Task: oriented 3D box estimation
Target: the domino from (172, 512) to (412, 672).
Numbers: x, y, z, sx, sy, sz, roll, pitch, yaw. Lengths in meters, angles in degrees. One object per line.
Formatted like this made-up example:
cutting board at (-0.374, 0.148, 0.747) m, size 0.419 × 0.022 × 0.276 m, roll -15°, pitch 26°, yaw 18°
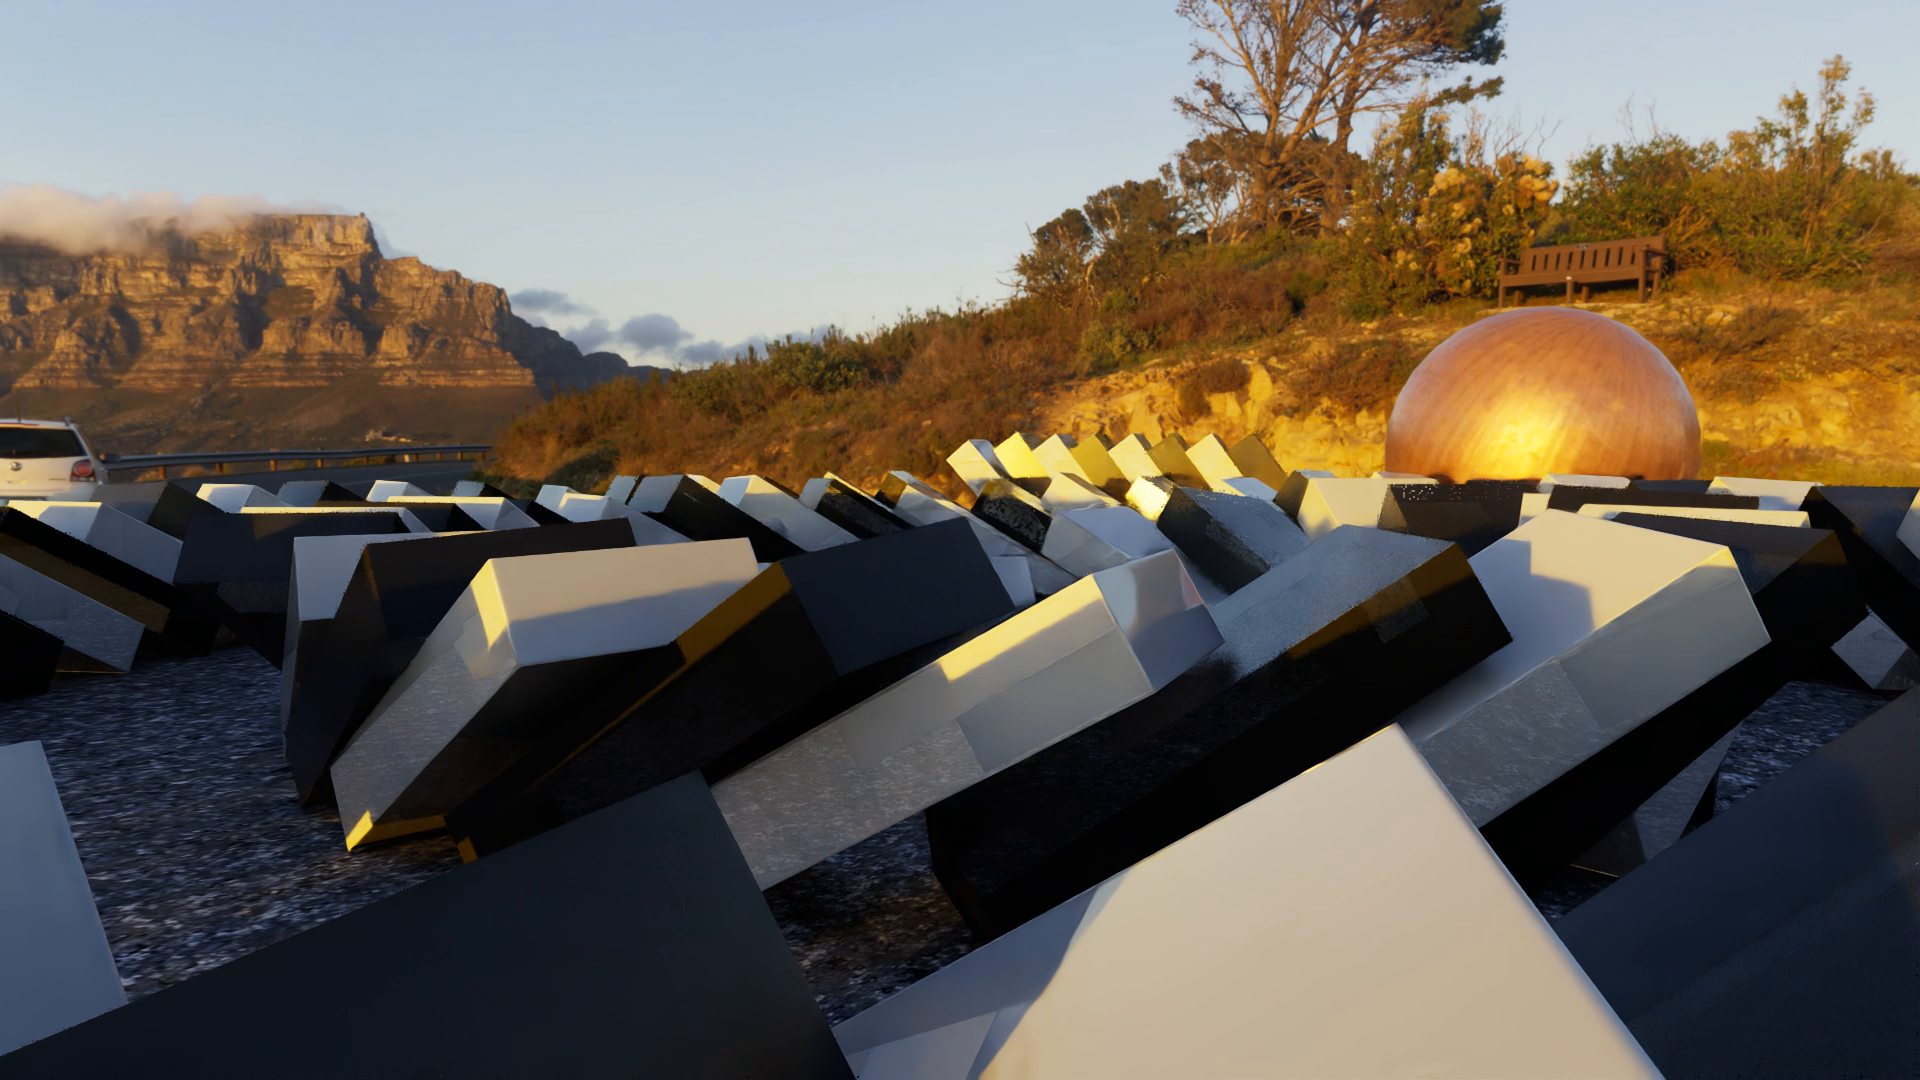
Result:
domino at (-0.084, 0.012, 0.180) m, size 0.025 × 0.009 × 0.050 m, roll -1°, pitch -27°, yaw -2°

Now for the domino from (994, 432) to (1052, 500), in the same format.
domino at (0.032, -0.011, 0.409) m, size 0.010 × 0.050 × 0.025 m, roll -37°, pitch -7°, yaw 15°

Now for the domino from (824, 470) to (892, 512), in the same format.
domino at (-0.023, -0.005, 0.407) m, size 0.050 × 0.009 × 0.025 m, roll 31°, pitch 1°, yaw -6°

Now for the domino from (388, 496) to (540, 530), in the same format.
domino at (-0.082, 0.008, 0.241) m, size 0.025 × 0.010 × 0.050 m, roll 1°, pitch -26°, yaw 21°

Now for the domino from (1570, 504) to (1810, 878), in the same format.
domino at (0.073, 0.014, 0.144) m, size 0.050 × 0.009 × 0.025 m, roll -41°, pitch 28°, yaw -30°

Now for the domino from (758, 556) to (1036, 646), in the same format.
domino at (-0.014, 0.014, 0.235) m, size 0.050 × 0.010 × 0.025 m, roll -1°, pitch -31°, yaw -16°

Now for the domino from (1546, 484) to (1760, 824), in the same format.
domino at (0.085, 0.012, 0.163) m, size 0.025 × 0.009 × 0.050 m, roll 6°, pitch 41°, yaw 34°

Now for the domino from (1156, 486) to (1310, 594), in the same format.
domino at (0.062, 0.007, 0.244) m, size 0.025 × 0.010 × 0.050 m, roll 7°, pitch 27°, yaw -34°

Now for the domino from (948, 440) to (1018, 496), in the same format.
domino at (0.018, -0.010, 0.411) m, size 0.009 × 0.050 × 0.025 m, roll -42°, pitch -7°, yaw 14°

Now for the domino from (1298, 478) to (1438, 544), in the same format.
domino at (0.080, 0.008, 0.222) m, size 0.025 × 0.009 × 0.050 m, roll 0°, pitch 38°, yaw -10°

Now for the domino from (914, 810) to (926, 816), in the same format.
domino at (0.000, 0.025, 0.171) m, size 0.025 × 0.010 × 0.050 m, roll 0°, pitch 4°, yaw 0°

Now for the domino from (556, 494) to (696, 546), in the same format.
domino at (-0.063, 0.005, 0.283) m, size 0.050 × 0.010 × 0.025 m, roll 31°, pitch -15°, yaw -35°

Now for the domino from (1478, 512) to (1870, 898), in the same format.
domino at (0.059, 0.016, 0.126) m, size 0.050 × 0.010 × 0.025 m, roll -34°, pitch 14°, yaw -12°

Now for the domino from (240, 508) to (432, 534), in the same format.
domino at (-0.087, 0.011, 0.201) m, size 0.025 × 0.009 × 0.050 m, roll 0°, pitch -26°, yaw 8°

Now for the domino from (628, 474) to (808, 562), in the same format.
domino at (-0.050, 0.002, 0.295) m, size 0.050 × 0.010 × 0.025 m, roll 35°, pitch -17°, yaw -29°

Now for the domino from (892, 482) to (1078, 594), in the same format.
domino at (0.007, 0.002, 0.328) m, size 0.050 × 0.010 × 0.025 m, roll 29°, pitch 5°, yaw 0°

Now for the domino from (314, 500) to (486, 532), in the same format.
domino at (-0.086, 0.009, 0.221) m, size 0.025 × 0.010 × 0.050 m, roll 1°, pitch -26°, yaw 14°

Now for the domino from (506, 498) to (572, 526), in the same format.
domino at (-0.076, 0.007, 0.265) m, size 0.025 × 0.010 × 0.050 m, roll 4°, pitch -22°, yaw 42°

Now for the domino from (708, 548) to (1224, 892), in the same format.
domino at (-0.004, 0.018, 0.111) m, size 0.050 × 0.010 × 0.025 m, roll -31°, pitch -8°, yaw 22°

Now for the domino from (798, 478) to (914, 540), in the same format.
domino at (-0.016, 0.001, 0.317) m, size 0.050 × 0.010 × 0.025 m, roll 31°, pitch -8°, yaw -18°

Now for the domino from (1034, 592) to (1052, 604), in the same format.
domino at (0.018, 0.018, 0.262) m, size 0.050 × 0.010 × 0.025 m, roll 5°, pitch 7°, yaw 43°

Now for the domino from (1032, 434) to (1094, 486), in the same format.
domino at (0.044, -0.011, 0.406) m, size 0.009 × 0.050 × 0.025 m, roll -37°, pitch -6°, yaw 15°

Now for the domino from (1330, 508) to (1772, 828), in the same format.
domino at (0.043, 0.016, 0.118) m, size 0.050 × 0.010 × 0.025 m, roll -32°, pitch 12°, yaw -2°

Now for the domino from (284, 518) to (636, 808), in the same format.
domino at (-0.055, 0.014, 0.139) m, size 0.025 × 0.010 × 0.050 m, roll -8°, pitch -22°, yaw -39°

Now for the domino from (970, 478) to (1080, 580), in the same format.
domino at (0.028, 0.001, 0.329) m, size 0.050 × 0.009 × 0.025 m, roll 31°, pitch 9°, yaw 7°

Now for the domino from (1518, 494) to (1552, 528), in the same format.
domino at (0.090, 0.012, 0.180) m, size 0.025 × 0.010 × 0.050 m, roll 2°, pitch 37°, yaw 28°

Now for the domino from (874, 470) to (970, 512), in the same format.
domino at (-0.002, -0.005, 0.411) m, size 0.050 × 0.009 × 0.025 m, roll 31°, pitch 8°, yaw 5°

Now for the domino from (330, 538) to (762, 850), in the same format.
domino at (-0.042, 0.016, 0.127) m, size 0.025 × 0.010 × 0.050 m, roll -6°, pitch -23°, yaw -43°

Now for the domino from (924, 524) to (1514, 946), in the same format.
domino at (0.021, 0.017, 0.116) m, size 0.050 × 0.010 × 0.025 m, roll -32°, pitch 6°, yaw -1°

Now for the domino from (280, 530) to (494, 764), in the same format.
domino at (-0.069, 0.014, 0.159) m, size 0.025 × 0.010 × 0.050 m, roll -3°, pitch -24°, yaw -31°

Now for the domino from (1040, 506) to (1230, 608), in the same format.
domino at (0.043, 0.009, 0.251) m, size 0.050 × 0.010 × 0.025 m, roll 34°, pitch 25°, yaw 35°

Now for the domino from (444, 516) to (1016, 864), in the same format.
domino at (-0.021, 0.016, 0.115) m, size 0.050 × 0.010 × 0.025 m, roll -35°, pitch -11°, yaw 32°

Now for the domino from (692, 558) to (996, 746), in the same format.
domino at (-0.017, 0.016, 0.199) m, size 0.025 × 0.010 × 0.050 m, roll -42°, pitch -15°, yaw 24°

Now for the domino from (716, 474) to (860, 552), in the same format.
domino at (-0.034, 0.002, 0.307) m, size 0.050 × 0.010 × 0.025 m, roll 33°, pitch -13°, yaw -23°

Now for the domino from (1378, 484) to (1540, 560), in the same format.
domino at (0.086, 0.009, 0.204) m, size 0.025 × 0.010 × 0.050 m, roll 0°, pitch 38°, yaw 0°
